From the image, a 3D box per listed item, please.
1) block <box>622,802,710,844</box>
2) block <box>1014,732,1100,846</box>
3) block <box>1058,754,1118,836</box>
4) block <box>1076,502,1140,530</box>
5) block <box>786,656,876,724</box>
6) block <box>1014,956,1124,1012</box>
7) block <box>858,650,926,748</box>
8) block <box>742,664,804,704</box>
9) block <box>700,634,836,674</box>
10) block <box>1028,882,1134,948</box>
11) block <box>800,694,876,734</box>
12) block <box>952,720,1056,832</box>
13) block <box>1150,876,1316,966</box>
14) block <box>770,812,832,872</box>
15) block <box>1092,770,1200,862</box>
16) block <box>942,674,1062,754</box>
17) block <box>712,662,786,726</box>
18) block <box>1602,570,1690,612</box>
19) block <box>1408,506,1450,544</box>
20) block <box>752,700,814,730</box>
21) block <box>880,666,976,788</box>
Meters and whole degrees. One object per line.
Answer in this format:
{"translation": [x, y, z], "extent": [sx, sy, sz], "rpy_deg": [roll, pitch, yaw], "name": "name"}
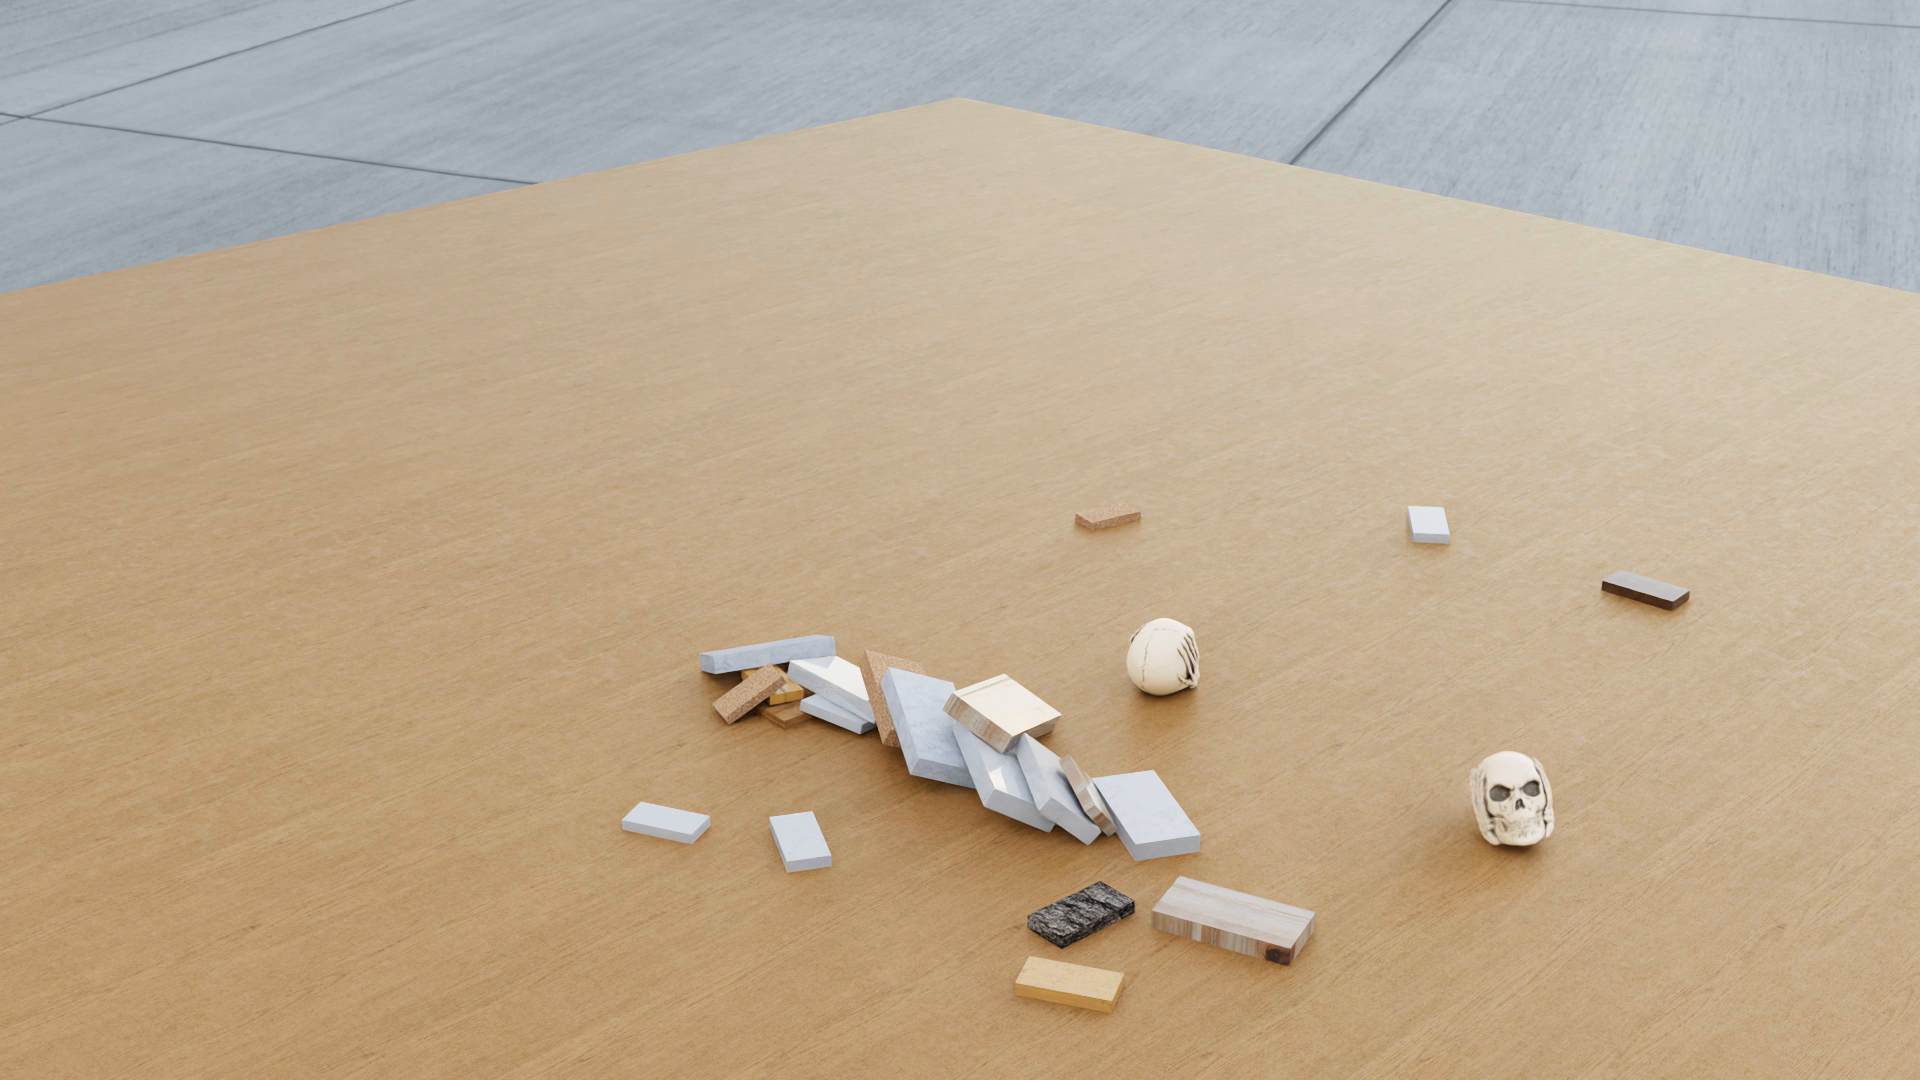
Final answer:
{"translation": [-0.588, 0.566, 4.399], "extent": [0.157, 0.022, 0.078], "rpy_deg": [9, 25, 20], "name": "block"}
{"translation": [0.193, 0.500, 4.432], "extent": [0.135, 0.038, 0.270], "rpy_deg": [37, 12, -22], "name": "block"}
{"translation": [0.258, 0.512, 4.417], "extent": [0.025, 0.088, 0.175], "rpy_deg": [-38, 33, 7], "name": "block"}
{"translation": [0.396, -0.064, 5.883], "extent": [0.157, 0.022, 0.078], "rpy_deg": [-13, 26, -28], "name": "block"}
{"translation": [-0.235, 0.330, 4.873], "extent": [0.283, 0.040, 0.142], "rpy_deg": [24, 18, 39], "name": "block"}
{"translation": [0.194, 0.784, 3.881], "extent": [0.175, 0.025, 0.088], "rpy_deg": [7, 24, 17], "name": "block"}
{"translation": [-0.122, 0.351, 4.747], "extent": [0.142, 0.040, 0.283], "rpy_deg": [15, 28, -24], "name": "block"}
{"translation": [-0.420, 0.321, 4.913], "extent": [0.081, 0.023, 0.161], "rpy_deg": [-9, 23, -27], "name": "block"}
{"translation": [-0.441, 0.260, 5.032], "extent": [0.284, 0.040, 0.142], "rpy_deg": [-9, 3, -19], "name": "block"}
{"translation": [0.225, 0.696, 4.087], "extent": [0.186, 0.026, 0.093], "rpy_deg": [-18, 29, -37], "name": "block"}
{"translation": [-0.261, 0.377, 4.805], "extent": [0.161, 0.023, 0.081], "rpy_deg": [19, 19, 26], "name": "block"}
{"translation": [0.092, 0.471, 4.487], "extent": [0.156, 0.044, 0.312], "rpy_deg": [25, 17, -22], "name": "block"}
{"translation": [0.504, 0.701, 4.059], "extent": [0.270, 0.038, 0.135], "rpy_deg": [12, 26, 25], "name": "block"}
{"translation": [-0.315, 0.593, 4.330], "extent": [0.088, 0.025, 0.175], "rpy_deg": [-6, 24, -14], "name": "block"}
{"translation": [0.370, 0.551, 4.414], "extent": [0.135, 0.038, 0.270], "rpy_deg": [-6, 24, -14], "name": "block"}
{"translation": [0.092, 0.364, 4.652], "extent": [0.156, 0.044, 0.312], "rpy_deg": [35, 15, 16], "name": "block"}
{"translation": [-0.465, 0.338, 4.846], "extent": [0.157, 0.022, 0.078], "rpy_deg": [-36, 32, -11], "name": "block"}
{"translation": [1.694, 0.124, 5.435], "extent": [0.186, 0.026, 0.093], "rpy_deg": [20, 30, 38], "name": "block"}
{"translation": [1.240, -0.041, 5.823], "extent": [0.093, 0.026, 0.186], "rpy_deg": [3, 23, 6], "name": "block"}
{"translation": [-0.403, 0.370, 4.860], "extent": [0.081, 0.023, 0.161], "rpy_deg": [-19, 29, -37], "name": "block"}
{"translation": [-0.058, 0.394, 4.630], "extent": [0.156, 0.044, 0.312], "rpy_deg": [15, 28, -24], "name": "block"}
